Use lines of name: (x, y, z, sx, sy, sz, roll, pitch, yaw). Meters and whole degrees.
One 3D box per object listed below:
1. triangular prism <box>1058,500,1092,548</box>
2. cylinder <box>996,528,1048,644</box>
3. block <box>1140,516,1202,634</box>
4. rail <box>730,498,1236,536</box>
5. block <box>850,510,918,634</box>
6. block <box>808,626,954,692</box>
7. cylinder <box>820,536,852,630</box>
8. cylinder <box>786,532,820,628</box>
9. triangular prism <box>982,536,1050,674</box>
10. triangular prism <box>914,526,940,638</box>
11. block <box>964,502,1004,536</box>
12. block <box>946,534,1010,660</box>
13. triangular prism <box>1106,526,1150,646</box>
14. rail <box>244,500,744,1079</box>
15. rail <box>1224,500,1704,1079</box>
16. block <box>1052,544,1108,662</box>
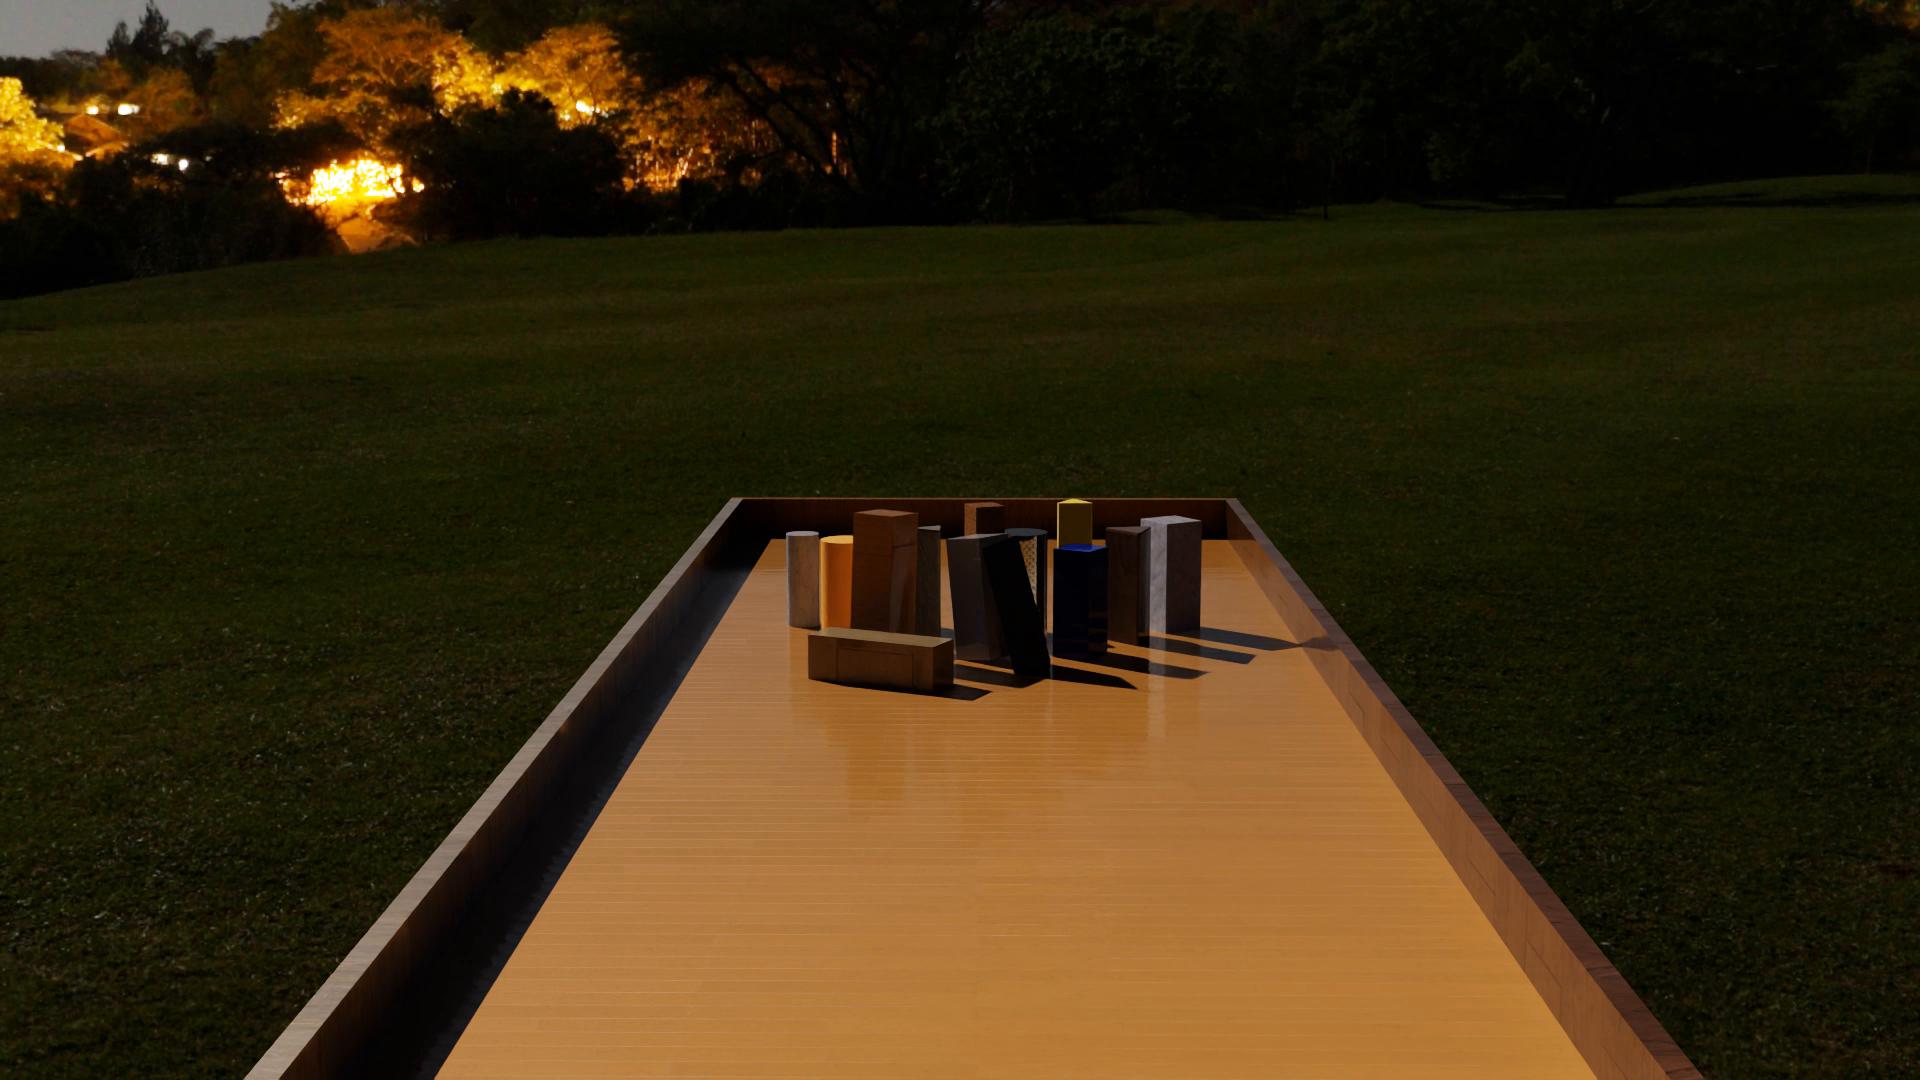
triangular prism: (0.372, 0.077, 7.197, 0.111, 0.415, 0.096, 0, 9, 0)
cylinder: (0.195, 0.151, 6.919, 0.160, 0.356, 0.160, 0, 9, 0)
block: (0.686, 0.111, 7.167, 0.141, 0.358, 0.141, -6, 11, -31)
rail: (0.099, -0.098, 9.147, 2.100, 0.150, 0.050, 0, 9, 1)
block: (-0.232, 0.137, 6.704, 0.141, 0.443, 0.141, 6, 8, 32)
block: (-0.231, 0.346, 6.399, 0.409, 0.133, 0.133, 4, 10, 26)
cylinder: (-0.358, 0.159, 6.961, 0.164, 0.326, 0.164, 0, 9, 0)
cylinder: (-0.516, 0.129, 7.229, 0.107, 0.303, 0.107, 0, 9, 0)
triangular prism: (0.191, 0.197, 6.567, 0.124, 0.393, 0.107, -22, -16, 27)
triangular prism: (-0.086, 0.142, 6.938, 0.100, 0.368, 0.087, 6, 11, 31)
block: (0.080, 0.085, 7.178, 0.100, 0.405, 0.100, -4, 10, -22)
block: (0.069, 0.172, 6.701, 0.135, 0.369, 0.135, -1, 6, 43)
triangular prism: (0.557, 0.141, 6.974, 0.126, 0.359, 0.146, -8, 12, -40)
rail: (-1.004, 0.839, 3.234, 0.050, 0.150, 12.000, 0, 9, 1)
rail: (1.046, 0.843, 3.208, 0.050, 0.150, 12.000, 0, 9, 1)
block: (0.369, 0.189, 6.739, 0.123, 0.337, 0.123, 6, 11, 31)
